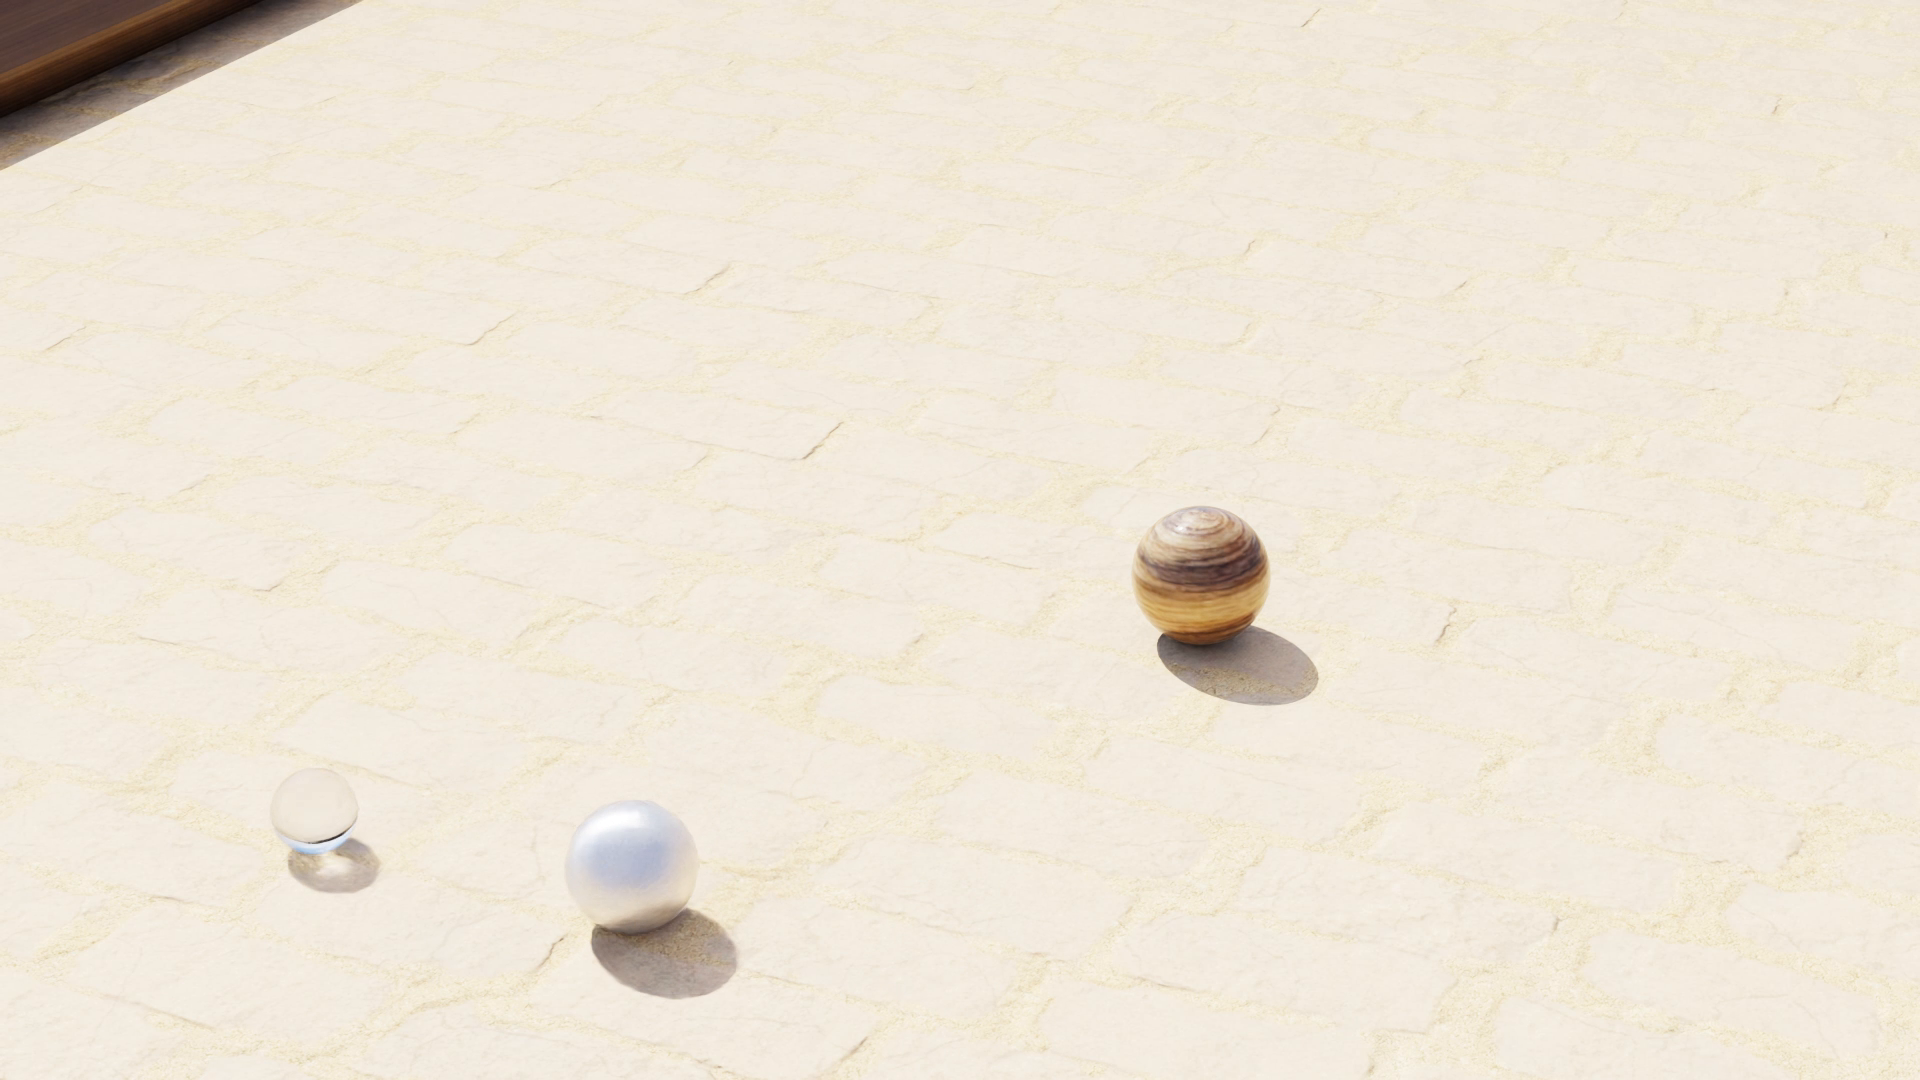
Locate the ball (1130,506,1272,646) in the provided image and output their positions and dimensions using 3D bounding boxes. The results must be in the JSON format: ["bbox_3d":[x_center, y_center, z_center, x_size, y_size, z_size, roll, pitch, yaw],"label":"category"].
[{"bbox_3d":[0.137,0.020,1.671,0.080,0.080,0.080,0,27,0],"label":"ball"}]

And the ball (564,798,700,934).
[{"bbox_3d":[-0.159,0.157,1.422,0.065,0.065,0.065,0,27,0],"label":"ball"}]

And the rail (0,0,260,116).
[{"bbox_3d":[-0.583,-0.607,2.849,0.045,0.103,3.665,12,30,22],"label":"rail"}]

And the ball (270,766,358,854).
[{"bbox_3d":[-0.326,0.137,1.485,0.044,0.044,0.044,0,27,0],"label":"ball"}]
